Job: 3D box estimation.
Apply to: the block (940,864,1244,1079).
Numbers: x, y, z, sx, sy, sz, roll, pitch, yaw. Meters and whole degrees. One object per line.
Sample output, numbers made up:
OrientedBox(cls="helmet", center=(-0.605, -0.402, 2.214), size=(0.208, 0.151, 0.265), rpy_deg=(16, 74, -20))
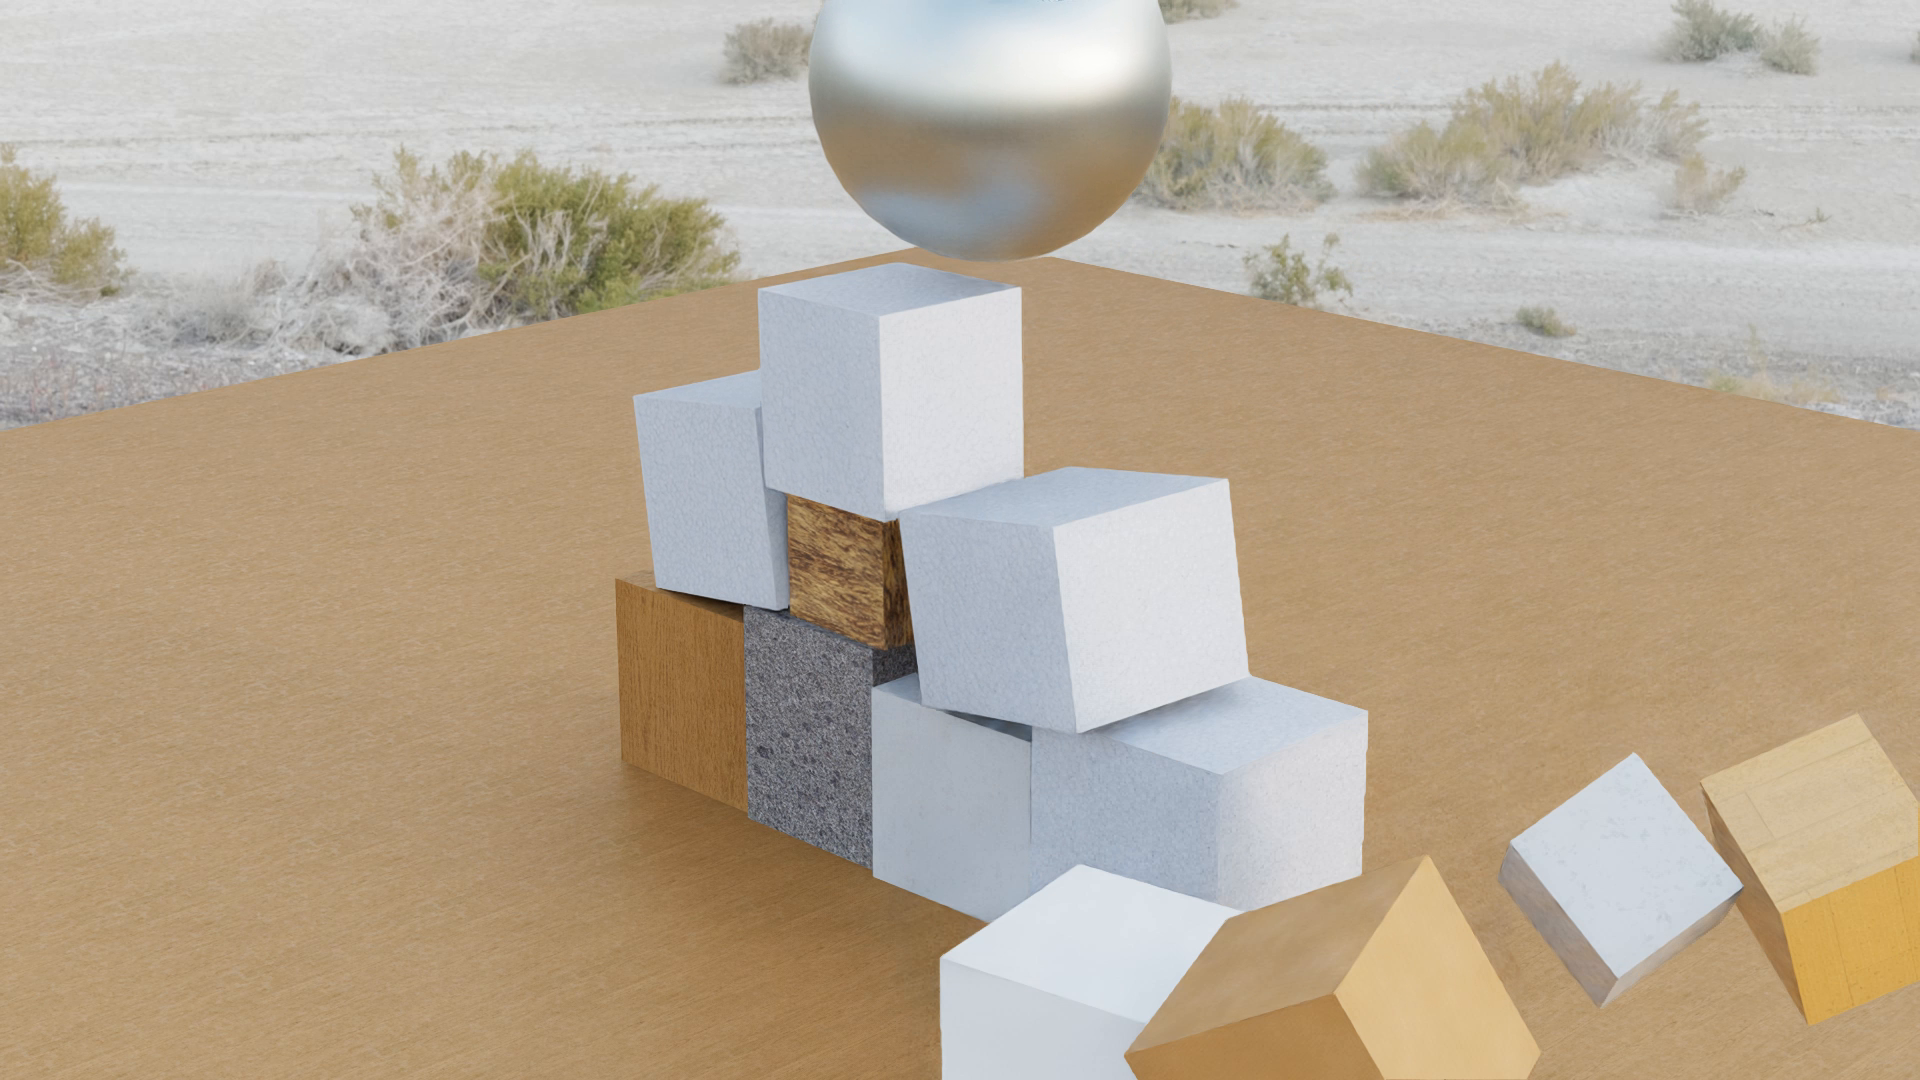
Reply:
OrientedBox(cls="block", center=(0.594, 1.899, 10.583), size=(0.977, 0.986, 0.901), rpy_deg=(13, 24, 33))

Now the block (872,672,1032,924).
OrientedBox(cls="block", center=(0.295, 1.097, 13.318), size=(0.970, 0.921, 0.989), rpy_deg=(16, 24, 41))

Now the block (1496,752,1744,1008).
OrientedBox(cls="block", center=(2.407, 1.255, 10.748), size=(0.566, 0.609, 0.604), rpy_deg=(-34, -19, -7))

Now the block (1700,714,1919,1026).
OrientedBox(cls="block", center=(3.189, 1.205, 10.709), size=(0.623, 0.697, 0.681), rpy_deg=(-24, 41, 3))

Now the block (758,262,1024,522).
OrientedBox(cls="block", center=(-0.306, -0.683, 13.152), size=(0.831, 0.913, 0.828), rpy_deg=(-16, 22, -40))

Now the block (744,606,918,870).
OrientedBox(cls="block", center=(-0.359, 0.814, 13.963), size=(0.980, 1.074, 0.884), rpy_deg=(-17, 24, -42))

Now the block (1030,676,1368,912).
OrientedBox(cls="block", center=(1.023, 1.237, 12.635), size=(1.028, 1.064, 1.000), rpy_deg=(16, 24, 41))

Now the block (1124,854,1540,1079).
OrientedBox(cls="block", center=(1.235, 1.689, 9.642), size=(0.841, 0.792, 0.875), rpy_deg=(-24, 10, 36))

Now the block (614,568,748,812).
OrientedBox(cls="block", center=(-1.039, 0.663, 14.620), size=(0.884, 0.968, 1.009), rpy_deg=(-17, 24, -42))

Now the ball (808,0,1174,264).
OrientedBox(cls="ball", center=(0.134, -2.017, 12.848), size=(1.600, 1.600, 1.600), rpy_deg=(0, 17, 0))

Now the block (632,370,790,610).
OrientedBox(cls="block", center=(-0.866, -0.279, 14.179), size=(0.918, 0.954, 0.999), rpy_deg=(-15, 15, -38))

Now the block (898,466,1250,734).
OrientedBox(cls="block", center=(0.488, 0.231, 12.640), size=(0.987, 0.868, 1.036), rpy_deg=(-15, 13, -37))

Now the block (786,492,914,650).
OrientedBox(cls="block", center=(-0.286, 0.029, 13.539), size=(0.752, 0.669, 0.682), rpy_deg=(-15, 22, -39))
